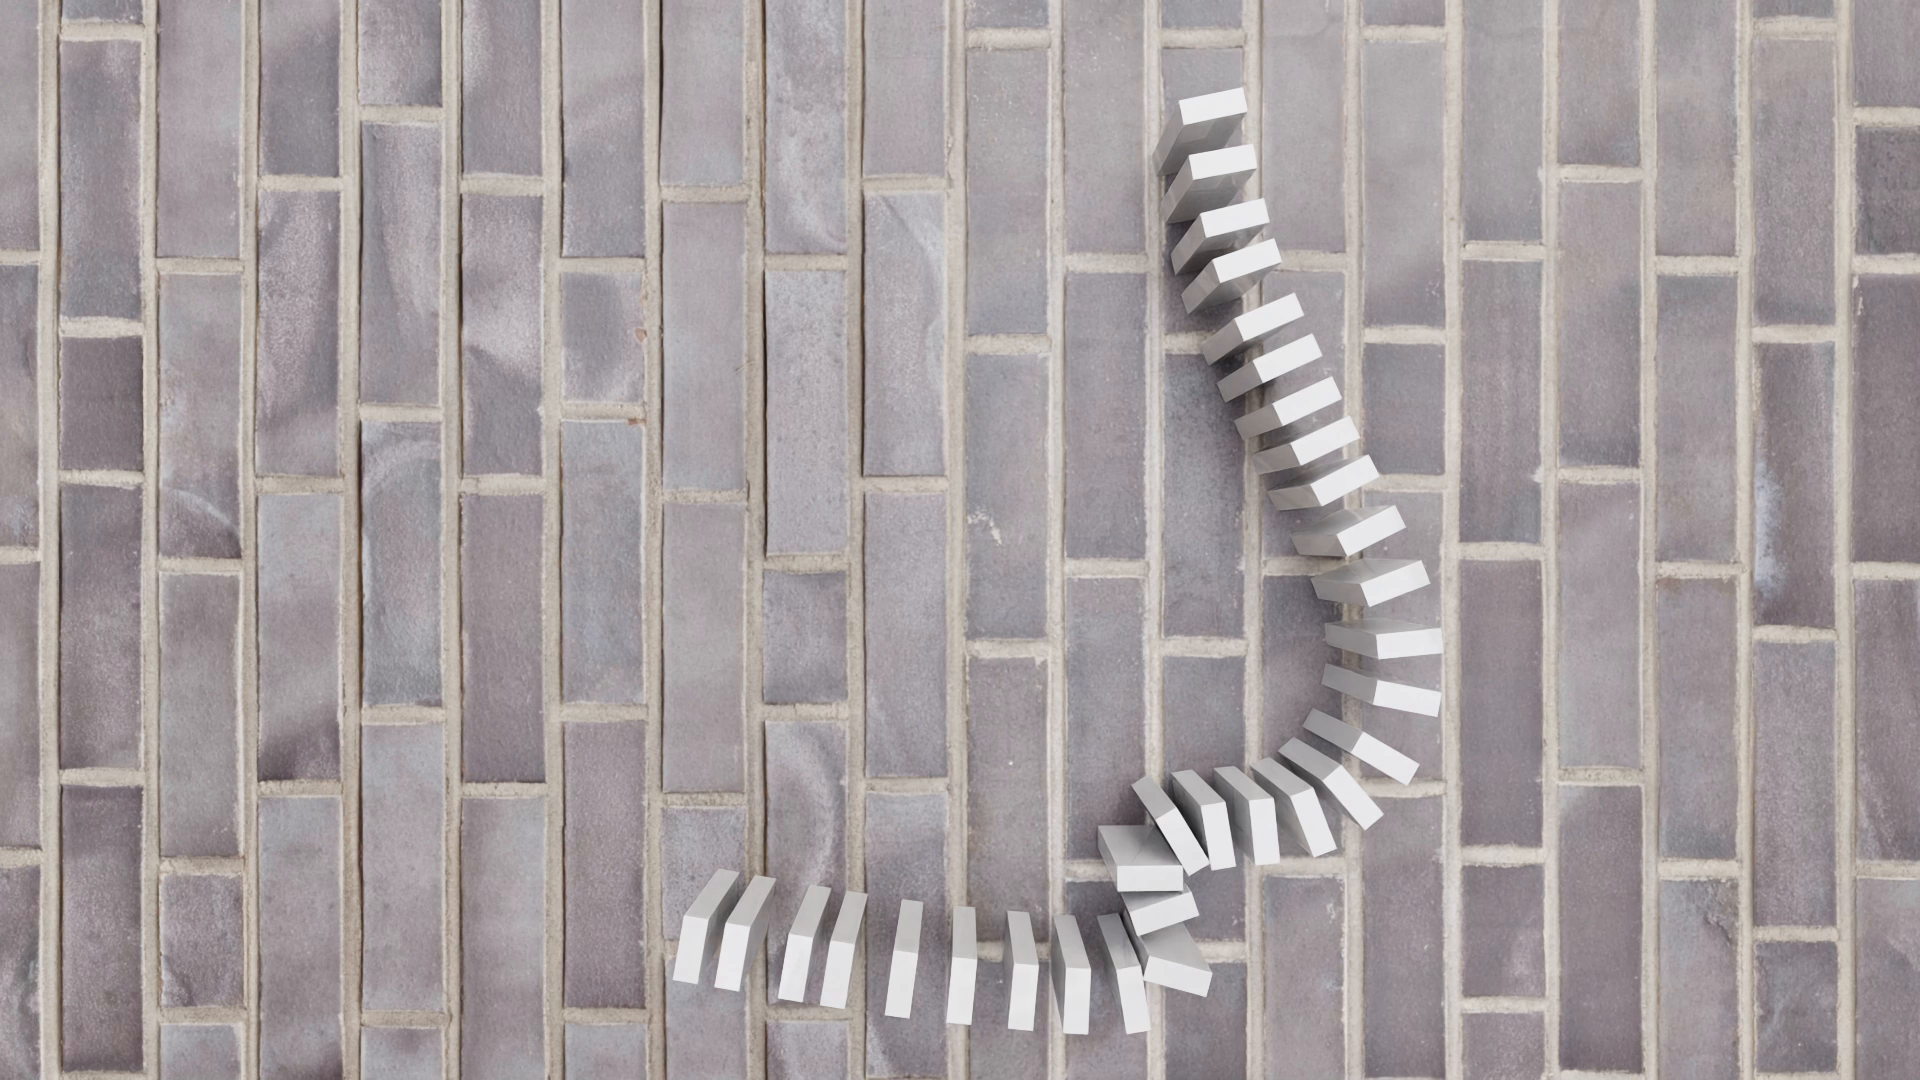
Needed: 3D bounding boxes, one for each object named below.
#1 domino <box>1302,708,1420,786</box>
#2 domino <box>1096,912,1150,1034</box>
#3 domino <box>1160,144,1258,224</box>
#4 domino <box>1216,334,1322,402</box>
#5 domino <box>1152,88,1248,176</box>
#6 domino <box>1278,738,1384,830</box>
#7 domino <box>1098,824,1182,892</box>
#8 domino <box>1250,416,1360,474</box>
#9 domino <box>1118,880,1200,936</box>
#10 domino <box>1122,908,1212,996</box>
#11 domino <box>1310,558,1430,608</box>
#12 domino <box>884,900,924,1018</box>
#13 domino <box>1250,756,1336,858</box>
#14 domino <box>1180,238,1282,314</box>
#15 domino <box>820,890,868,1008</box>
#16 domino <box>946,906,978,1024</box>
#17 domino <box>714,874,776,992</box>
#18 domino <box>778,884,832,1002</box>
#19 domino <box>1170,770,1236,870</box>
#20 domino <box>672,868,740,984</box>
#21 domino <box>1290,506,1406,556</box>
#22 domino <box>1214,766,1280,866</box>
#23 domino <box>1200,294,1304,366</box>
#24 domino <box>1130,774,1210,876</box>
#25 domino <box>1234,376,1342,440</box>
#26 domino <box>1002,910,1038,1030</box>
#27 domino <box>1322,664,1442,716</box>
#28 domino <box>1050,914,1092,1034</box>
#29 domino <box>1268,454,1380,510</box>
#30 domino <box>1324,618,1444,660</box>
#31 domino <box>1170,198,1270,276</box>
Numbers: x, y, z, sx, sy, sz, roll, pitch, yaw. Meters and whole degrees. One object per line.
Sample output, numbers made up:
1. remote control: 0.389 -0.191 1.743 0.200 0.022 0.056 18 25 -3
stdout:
1. domino: 0.162 0.084 0.375 0.025 0.050 0.010 30 90 0
2. domino: 0.066 0.176 0.375 0.009 0.050 0.025 -9 90 0
3. domino: 0.101 -0.145 0.375 0.025 0.050 0.010 -10 90 0
4. domino: 0.125 -0.069 0.375 0.025 0.050 0.009 -24 90 0
5. domino: 0.097 -0.166 0.375 0.025 0.050 0.009 -12 90 0
6. domino: 0.150 0.098 0.375 0.009 0.050 0.025 -41 90 0
7. domino: 0.073 0.129 0.375 0.025 0.050 0.010 -1 90 0
8. domino: 0.140 -0.038 0.375 0.025 0.050 0.010 -25 90 0
9. domino: 0.078 0.143 0.375 0.025 0.050 0.009 -19 90 0
10. domino: 0.083 0.167 0.375 0.025 0.050 0.010 15 90 0
11. domino: 0.166 0.017 0.375 0.025 0.050 0.010 -21 90 0
12. domino: -0.022 0.170 0.375 0.009 0.050 0.025 8 90 0
13. domino: 0.135 0.108 0.375 0.009 0.050 0.025 -21 90 0
14. domino: 0.110 -0.107 0.375 0.025 0.050 0.009 -19 90 0
15. domino: -0.047 0.166 0.375 0.010 0.050 0.025 9 90 0
16. domino: 0.001 0.172 0.375 0.009 0.050 0.025 5 90 0
17. domino: -0.087 0.159 0.375 0.009 0.050 0.025 10 90 0
18. domino: -0.063 0.164 0.375 0.010 0.050 0.025 10 90 0
19. domino: 0.099 0.113 0.375 0.009 0.050 0.025 -9 90 0
20. domino: -0.103 0.157 0.375 0.009 0.050 0.025 10 90 0
21. domino: 0.157 -0.003 0.375 0.025 0.050 0.009 -27 90 0
22. domino: 0.116 0.112 0.375 0.010 0.050 0.025 -6 90 0
23. domino: 0.118 -0.085 0.375 0.025 0.050 0.009 -23 90 0
24. domino: 0.085 0.115 0.375 0.010 0.050 0.025 -31 90 0
25. domino: 0.133 -0.053 0.375 0.025 0.050 0.009 -25 90 0
26. domino: 0.024 0.175 0.375 0.010 0.050 0.025 5 90 0
27. domino: 0.171 0.061 0.375 0.025 0.050 0.010 11 90 0
28. domino: 0.045 0.176 0.375 0.010 0.050 0.025 3 90 0
29. domino: 0.147 -0.023 0.375 0.025 0.050 0.009 -27 90 0
30. domino: 0.172 0.040 0.375 0.025 0.050 0.009 -6 90 0
31. domino: 0.105 -0.123 0.375 0.025 0.050 0.010 -14 90 0
